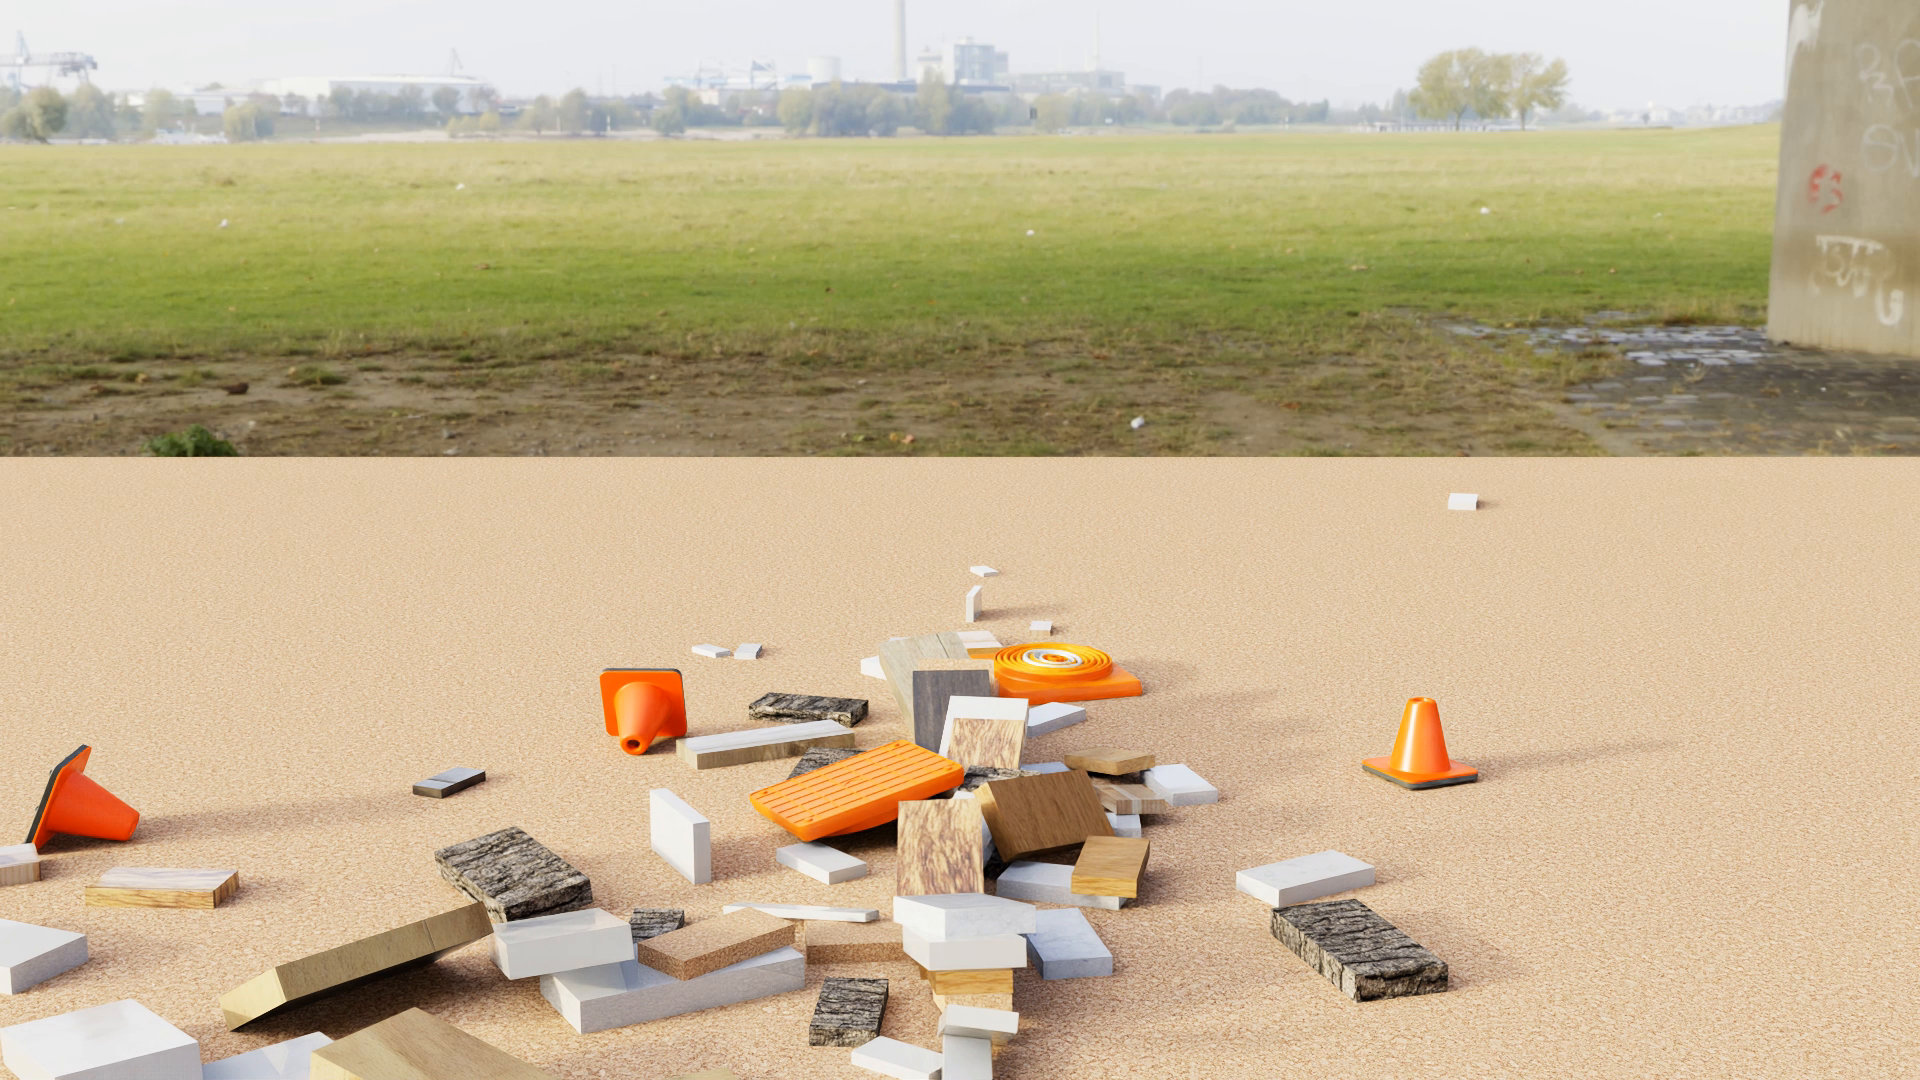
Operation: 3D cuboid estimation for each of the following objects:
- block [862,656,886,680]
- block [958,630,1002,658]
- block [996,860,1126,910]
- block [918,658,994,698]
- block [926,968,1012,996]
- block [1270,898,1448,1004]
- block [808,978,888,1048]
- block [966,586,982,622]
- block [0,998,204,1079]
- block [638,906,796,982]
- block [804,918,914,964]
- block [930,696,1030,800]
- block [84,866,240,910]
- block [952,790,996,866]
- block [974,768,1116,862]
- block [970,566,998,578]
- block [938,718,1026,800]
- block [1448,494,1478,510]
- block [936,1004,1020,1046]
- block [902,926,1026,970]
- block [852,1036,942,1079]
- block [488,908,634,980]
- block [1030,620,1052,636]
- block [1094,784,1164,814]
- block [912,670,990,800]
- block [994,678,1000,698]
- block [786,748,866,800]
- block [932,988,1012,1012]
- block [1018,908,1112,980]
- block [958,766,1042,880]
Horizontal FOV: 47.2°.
[{"bbox_3d":[-0.108,0.305,5.114,0.117,0.033,0.235,-10,15,-43],"label":"block"},{"bbox_3d":[0.043,0.256,5.397,0.089,0.025,0.178,-2,11,-11],"label":"block"},{"bbox_3d":[0.177,0.575,3.670,0.209,0.030,0.104,4,11,18],"label":"block"},{"bbox_3d":[-0.006,0.360,4.332,0.151,0.043,0.301,1,45,-2],"label":"block"},{"bbox_3d":[0.012,0.626,3.167,0.107,0.030,0.214,-1,-5,-4],"label":"block"},{"bbox_3d":[0.606,0.625,3.365,0.149,0.042,0.298,-3,11,-17],"label":"block"},{"bbox_3d":[-0.157,0.674,3.143,0.094,0.027,0.187,1,11,3],"label":"block"},{"bbox_3d":[0.037,0.167,5.758,0.019,0.068,0.137,2,11,10],"label":"block"},{"bbox_3d":[-1.136,0.677,2.899,0.175,0.049,0.349,-9,4,-34],"label":"block"},{"bbox_3d":[-0.360,0.599,3.269,0.107,0.030,0.214,10,14,43],"label":"block"},{"bbox_3d":[-0.132,0.621,3.418,0.214,0.030,0.107,-1,11,-6],"label":"block"},{"bbox_3d":[0.038,0.413,4.126,0.151,0.043,0.301,2,39,9],"label":"block"},{"bbox_3d":[-1.324,0.578,3.652,0.215,0.030,0.108,1,11,4],"label":"block"},{"bbox_3d":[0.010,0.508,3.765,0.104,0.030,0.209,5,31,20],"label":"block"},{"bbox_3d":[0.149,0.478,3.829,0.268,0.134,0.038,-1,-31,-48],"label":"block"},{"bbox_3d":[0.070,0.090,6.324,0.046,0.013,0.092,-4,11,-23],"label":"block"},{"bbox_3d":[0.039,0.434,4.034,0.134,0.038,0.268,1,39,8],"label":"block"},{"bbox_3d":[1.711,-0.131,7.478,0.091,0.026,0.182,3,11,15],"label":"block"},{"bbox_3d":[0.023,0.656,2.972,0.094,0.027,0.187,8,-18,-2],"label":"block"},{"bbox_3d":[0.003,0.597,3.238,0.139,0.039,0.278,0,-5,-9],"label":"block"},{"bbox_3d":[-0.076,0.708,2.986,0.130,0.018,0.065,7,13,35],"label":"block"},{"bbox_3d":[-0.595,0.593,3.246,0.174,0.049,0.348,-7,-3,-17],"label":"block"},{"bbox_3d":[0.206,0.225,5.596,0.051,0.015,0.103,1,11,5],"label":"block"},{"bbox_3d":[0.314,0.483,4.099,0.091,0.026,0.182,0,2,-10],"label":"block"},{"bbox_3d":[-0.011,0.378,4.253,0.151,0.043,0.302,-1,45,-4],"label":"block"},{"bbox_3d":[-0.016,0.331,4.743,0.171,0.048,0.341,0,-1,6],"label":"block"},{"bbox_3d":[-0.260,0.455,4.304,0.117,0.033,0.233,1,11,7],"label":"block"},{"bbox_3d":[0.016,0.651,3.133,0.094,0.027,0.187,-1,-5,-6],"label":"block"},{"bbox_3d":[0.157,0.624,3.404,0.107,0.030,0.213,-2,11,-11],"label":"block"},{"bbox_3d":[0.046,0.492,3.858,0.134,0.038,0.268,3,30,17],"label":"block"}]
